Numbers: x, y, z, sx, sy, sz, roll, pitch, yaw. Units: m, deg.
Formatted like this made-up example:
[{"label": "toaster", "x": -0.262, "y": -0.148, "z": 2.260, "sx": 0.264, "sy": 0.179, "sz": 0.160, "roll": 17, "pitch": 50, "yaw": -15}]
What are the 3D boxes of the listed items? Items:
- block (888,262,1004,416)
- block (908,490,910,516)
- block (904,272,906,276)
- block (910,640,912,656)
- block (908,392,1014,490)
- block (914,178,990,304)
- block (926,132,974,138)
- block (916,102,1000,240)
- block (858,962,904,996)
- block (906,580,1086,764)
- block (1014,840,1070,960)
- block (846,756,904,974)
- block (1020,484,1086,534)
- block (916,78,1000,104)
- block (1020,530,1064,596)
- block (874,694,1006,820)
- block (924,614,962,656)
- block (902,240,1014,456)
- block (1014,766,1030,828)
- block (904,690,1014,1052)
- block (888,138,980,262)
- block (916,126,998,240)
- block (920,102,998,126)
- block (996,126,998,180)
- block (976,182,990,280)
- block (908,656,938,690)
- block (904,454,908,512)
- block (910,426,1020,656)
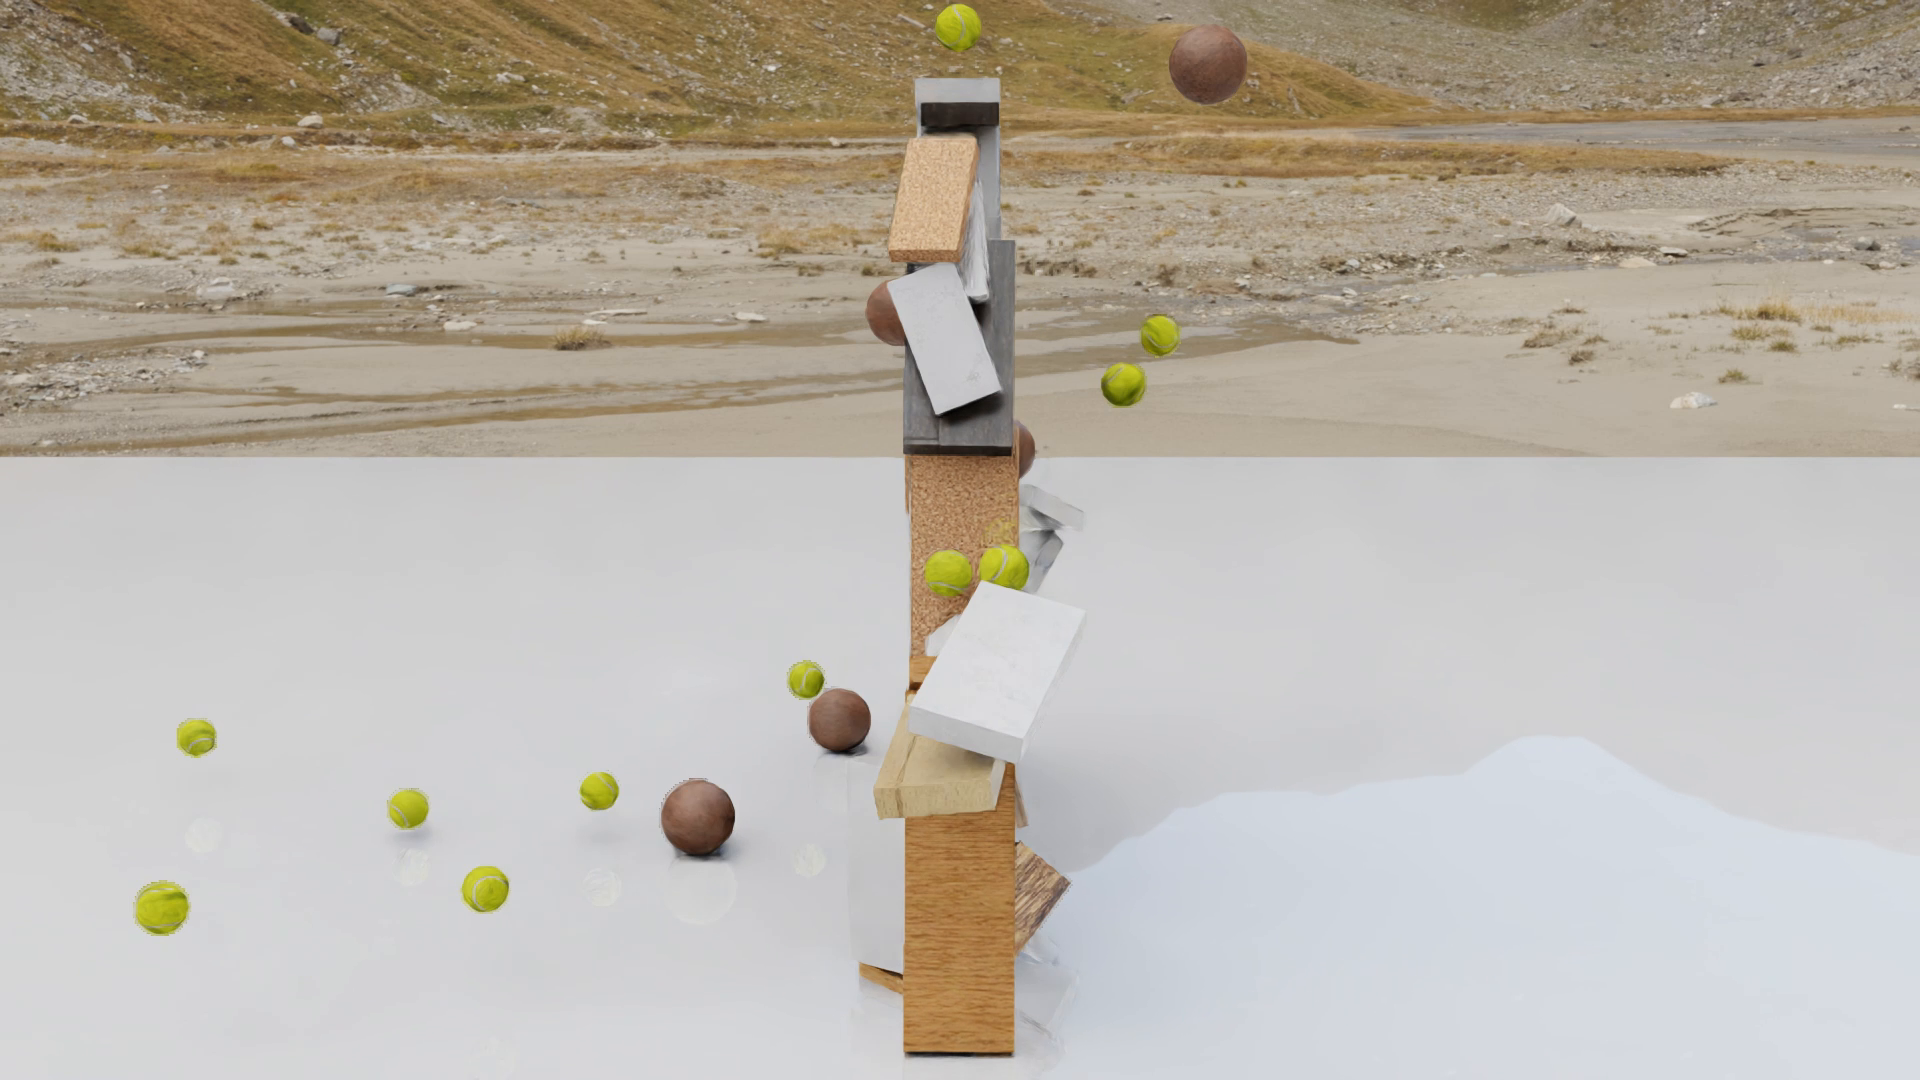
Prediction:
[{"label": "block", "x": -0.021, "y": -0.290, "z": 3.145, "sx": 0.101, "sy": 0.202, "sz": 0.029, "roll": -21, "pitch": -2, "yaw": 7}, {"label": "block", "x": 0.002, "y": -0.088, "z": 3.520, "sx": 0.161, "sy": 0.046, "sz": 0.321, "roll": 0, "pitch": 11, "yaw": 0}, {"label": "block", "x": -0.004, "y": -0.440, "z": 3.765, "sx": 0.175, "sy": 0.049, "sz": 0.349, "roll": 0, "pitch": 11, "yaw": 0}, {"label": "block", "x": 0.002, "y": 0.112, "z": 3.449, "sx": 0.161, "sy": 0.321, "sz": 0.046, "roll": 0, "pitch": 11, "yaw": 0}, {"label": "block", "x": 0.001, "y": -0.235, "z": 3.321, "sx": 0.158, "sy": 0.317, "sz": 0.045, "roll": 0, "pitch": 10, "yaw": 0}, {"label": "block", "x": -0.019, "y": -0.438, "z": 3.198, "sx": 0.101, "sy": 0.202, "sz": 0.029, "roll": -8, "pitch": -16, "yaw": 7}, {"label": "block", "x": -0.016, "y": -0.582, "z": 3.329, "sx": 0.075, "sy": 0.021, "sz": 0.149, "roll": 0, "pitch": 31, "yaw": 1}, {"label": "block", "x": -0.002, "y": -0.588, "z": 3.666, "sx": 0.138, "sy": 0.276, "sz": 0.039, "roll": -1, "pitch": 10, "yaw": 1}, {"label": "block", "x": -0.066, "y": 0.651, "z": 3.277, "sx": 0.084, "sy": 0.024, "sz": 0.167, "roll": -9, "pitch": 14, "yaw": -41}, {"label": "block", "x": 0.051, "y": 0.166, "z": 2.825, "sx": 0.147, "sy": 0.042, "sz": 0.294, "roll": 16, "pitch": 35, "yaw": 11}, {"label": "block", "x": 0.067, "y": 0.559, "z": 3.284, "sx": 0.199, "sy": 0.099, "sz": 0.028, "roll": -51, "pitch": 2, "yaw": -23}, {"label": "block", "x": -0.095, "y": 0.477, "z": 3.223, "sx": 0.152, "sy": 0.303, "sz": 0.043, "roll": 5, "pitch": 9, "yaw": 41}, {"label": "block", "x": 0.125, "y": -0.065, "z": 4.294, "sx": 0.147, "sy": 0.042, "sz": 0.294, "roll": 6, "pitch": -7, "yaw": 24}, {"label": "block", "x": -0.003, "y": -0.761, "z": 3.727, "sx": 0.138, "sy": 0.039, "sz": 0.276, "roll": -1, "pitch": 11, "yaw": 0}, {"label": "block", "x": 0.081, "y": 0.108, "z": 4.412, "sx": 0.147, "sy": 0.042, "sz": 0.294, "roll": -2, "pitch": 48, "yaw": 46}, {"label": "block", "x": -0.014, "y": 0.272, "z": 2.857, "sx": 0.147, "sy": 0.042, "sz": 0.294, "roll": -6, "pitch": 19, "yaw": 10}, {"label": "block", "x": 0.045, "y": 0.146, "z": 3.106, "sx": 0.147, "sy": 0.042, "sz": 0.294, "roll": 3, "pitch": -10, "yaw": -9}, {"label": "block", "x": -0.001, "y": -0.283, "z": 3.221, "sx": 0.158, "sy": 0.317, "sz": 0.045, "roll": 1, "pitch": -15, "yaw": 0}, {"label": "block", "x": 0.032, "y": 0.352, "z": 3.368, "sx": 0.099, "sy": 0.199, "sz": 0.028, "roll": -14, "pitch": 8, "yaw": 7}, {"label": "block", "x": 0.000, "y": 0.456, "z": 3.049, "sx": 0.152, "sy": 0.494, "sz": 0.043, "roll": 0, "pitch": -3, "yaw": 1}, {"label": "block", "x": -0.037, "y": -0.491, "z": 3.169, "sx": 0.101, "sy": 0.202, "sz": 0.029, "roll": 2, "pitch": -30, "yaw": 13}, {"label": "block", "x": -0.003, "y": -0.511, "z": 3.448, "sx": 0.119, "sy": 0.270, "sz": 0.034, "roll": -2, "pitch": 3, "yaw": -11}, {"label": "block", "x": 0.000, "y": -0.672, "z": 3.480, "sx": 0.119, "sy": 0.034, "sz": 0.238, "roll": 0, "pitch": 10, "yaw": 0}, {"label": "block", "x": 0.001, "y": -0.552, "z": 3.581, "sx": 0.119, "sy": 0.239, "sz": 0.034, "roll": 0, "pitch": 10, "yaw": 0}, {"label": "block", "x": 0.001, "y": -0.450, "z": 3.226, "sx": 0.075, "sy": 0.149, "sz": 0.021, "roll": -6, "pitch": -16, "yaw": 6}, {"label": "block", "x": 0.003, "y": 0.277, "z": 3.202, "sx": 0.152, "sy": 0.303, "sz": 0.043, "roll": 1, "pitch": 51, "yaw": 0}, {"label": "block", "x": -0.005, "y": -0.222, "z": 3.685, "sx": 0.175, "sy": 0.349, "sz": 0.049, "roll": 0, "pitch": 10, "yaw": 0}, {"label": "block", "x": 0.008, "y": 0.079, "z": 3.291, "sx": 0.158, "sy": 0.496, "sz": 0.045, "roll": 1, "pitch": 9, "yaw": 5}]
